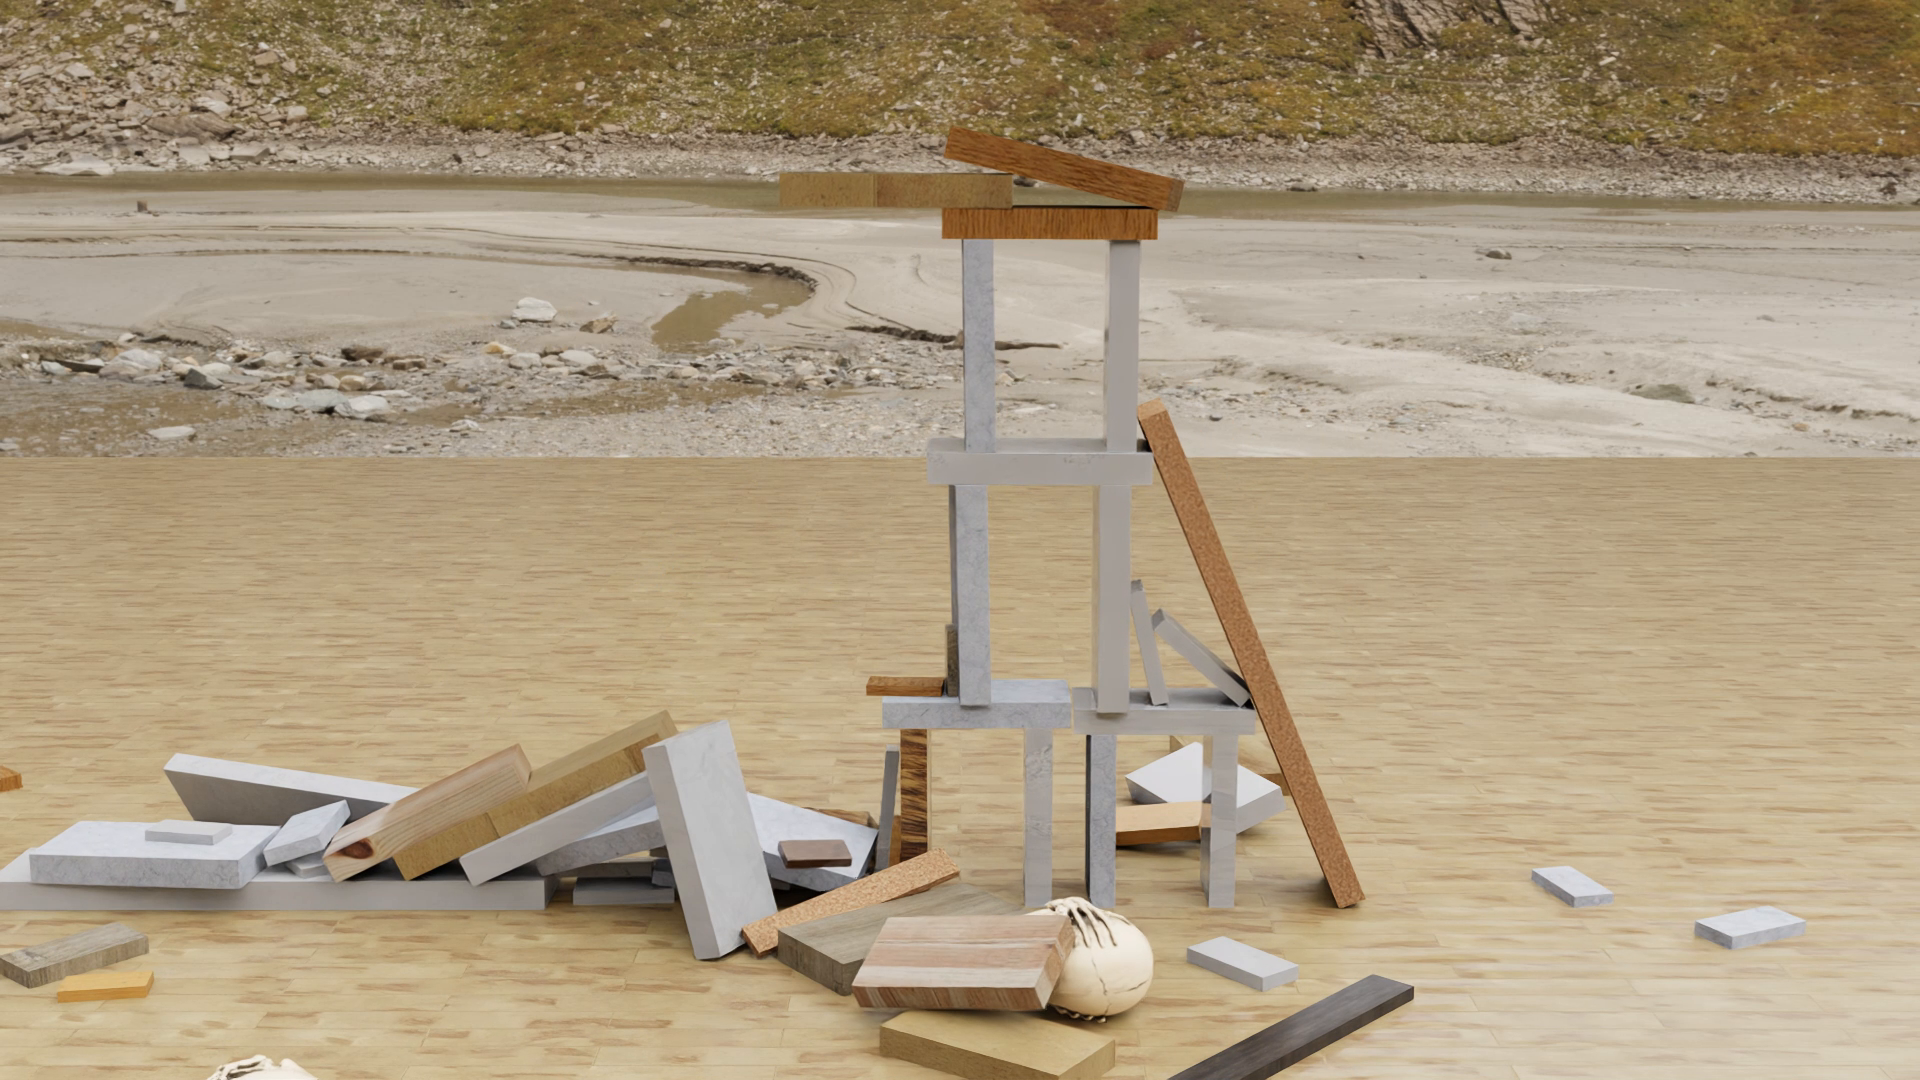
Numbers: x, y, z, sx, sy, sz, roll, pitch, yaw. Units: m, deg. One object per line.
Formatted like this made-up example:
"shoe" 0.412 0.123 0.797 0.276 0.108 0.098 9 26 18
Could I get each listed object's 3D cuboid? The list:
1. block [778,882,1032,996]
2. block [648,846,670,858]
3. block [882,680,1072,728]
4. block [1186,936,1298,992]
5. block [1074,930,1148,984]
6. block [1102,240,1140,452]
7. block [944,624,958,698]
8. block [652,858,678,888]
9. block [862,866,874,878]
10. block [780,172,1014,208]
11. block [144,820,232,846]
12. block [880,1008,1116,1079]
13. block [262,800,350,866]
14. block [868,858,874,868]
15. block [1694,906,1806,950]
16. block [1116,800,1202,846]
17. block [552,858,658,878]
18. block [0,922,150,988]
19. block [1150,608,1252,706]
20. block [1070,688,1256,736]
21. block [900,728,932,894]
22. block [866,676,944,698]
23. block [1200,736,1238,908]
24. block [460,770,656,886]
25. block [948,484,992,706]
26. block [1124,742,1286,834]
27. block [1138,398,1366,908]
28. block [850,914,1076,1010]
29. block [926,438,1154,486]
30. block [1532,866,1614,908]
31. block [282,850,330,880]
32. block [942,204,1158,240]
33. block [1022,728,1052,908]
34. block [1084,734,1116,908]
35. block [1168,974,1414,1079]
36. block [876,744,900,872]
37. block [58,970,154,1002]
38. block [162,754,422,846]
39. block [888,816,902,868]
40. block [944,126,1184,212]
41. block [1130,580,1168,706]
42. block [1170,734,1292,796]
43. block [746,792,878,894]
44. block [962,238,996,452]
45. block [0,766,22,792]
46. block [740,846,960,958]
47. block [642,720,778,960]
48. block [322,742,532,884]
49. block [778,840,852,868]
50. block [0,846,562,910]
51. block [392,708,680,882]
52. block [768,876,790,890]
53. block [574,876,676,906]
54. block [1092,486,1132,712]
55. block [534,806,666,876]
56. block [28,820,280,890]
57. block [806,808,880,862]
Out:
"block" -0.082 0.614 3.403 0.357 0.051 0.179 -8 13 -36
"block" -0.435 0.509 3.676 0.177 0.025 0.089 8 10 -17
"block" 0.027 0.269 3.615 0.304 0.043 0.152 0 11 0
"block" 0.428 0.641 3.332 0.079 0.022 0.158 -9 14 -39
"block" 0.229 0.636 3.360 0.079 0.022 0.157 -2 11 -9
"block" 0.257 -0.316 3.512 0.047 0.332 0.166 0 11 1
"block" -0.015 0.196 3.585 0.016 0.110 0.055 -2 11 -5
"block" -0.427 0.562 3.671 0.165 0.023 0.082 10 10 -3
"block" -0.279 0.526 3.639 0.268 0.017 0.062 16 25 7
"block" -0.096 -0.553 3.468 0.357 0.051 0.179 1 10 2
"block" -1.279 0.485 3.646 0.123 0.017 0.062 2 11 12
"block" 0.050 0.692 3.007 0.290 0.041 0.145 7 13 34
"block" -1.095 0.490 3.691 0.096 0.027 0.192 -17 11 1
"block" -0.238 0.541 3.707 0.177 0.025 0.089 8 10 -11
"block" 1.251 0.613 3.482 0.158 0.022 0.079 -5 12 -26
"block" 0.341 0.505 3.915 0.190 0.027 0.095 -7 20 18
"block" -0.595 0.550 3.696 0.165 0.023 0.082 -1 -3 -1
"block" -1.353 0.634 3.360 0.096 0.027 0.192 9 14 39
"block" 0.392 0.190 3.592 0.190 0.027 0.095 41 8 -7
"block" 0.331 0.281 3.617 0.293 0.041 0.146 0 11 1
"block" -0.072 0.440 3.645 0.043 0.304 0.152 0 11 2
"block" -0.089 0.240 3.604 0.123 0.017 0.062 1 11 4
"block" 0.429 0.445 3.646 0.041 0.292 0.146 0 11 0
"block" -0.637 0.450 3.615 0.350 0.050 0.175 -24 9 5
"block" 0.016 0.073 3.576 0.050 0.355 0.178 -2 11 -4
"block" 0.451 0.467 4.073 0.161 0.046 0.321 -23 18 -17
"block" 0.473 0.185 3.601 0.046 0.872 0.161 -22 10 5
"block" 0.005 0.594 3.101 0.290 0.041 0.145 -6 31 28
"block" 0.126 -0.127 3.541 0.355 0.050 0.178 0 10 0
"block" 1.022 0.579 3.673 0.071 0.020 0.142 -3 11 -14
"block" -1.084 0.533 3.655 0.062 0.017 0.123 -7 13 -34
"block" 0.140 -0.501 3.467 0.332 0.047 0.166 0 10 0
"block" 0.128 0.439 3.647 0.043 0.304 0.152 0 11 0
"block" 0.233 0.445 3.646 0.041 0.292 0.146 0 11 0
"block" 0.380 0.710 2.967 0.071 0.020 0.765 10 14 42
"block" -0.123 0.463 3.699 0.023 0.228 0.080 5 2 -1
"block" -1.261 0.659 3.247 0.123 0.017 0.062 -2 11 -10
"block" -1.150 0.474 3.893 0.568 0.145 0.041 5 42 24
"block" -0.108 0.528 3.665 0.017 0.123 0.062 5 11 1
"block" 0.168 -0.588 3.492 0.357 0.051 0.179 15 10 10
"block" 0.305 0.166 3.597 0.027 0.190 0.095 -13 10 3
"block" 0.533 0.440 4.350 0.161 0.046 0.321 -2 11 -9
"block" -0.304 0.492 3.625 0.311 0.044 0.155 15 25 6
"block" 0.030 -0.316 3.503 0.047 0.332 0.166 -1 11 0
"block" -1.918 0.473 4.223 0.096 0.027 0.192 10 14 42
"block" -0.169 0.571 3.479 0.375 0.016 0.055 -18 50 -31
"block" -0.386 0.464 3.428 0.048 0.336 0.168 -13 3 30
"block" -0.878 0.449 3.639 0.336 0.048 0.168 -26 11 -3
"block" -0.235 0.507 3.557 0.110 0.016 0.055 2 27 -22
"block" -1.132 0.564 3.672 0.907 0.050 0.175 0 11 0
"block" -0.697 0.419 3.639 0.475 0.048 0.168 -25 9 2
"block" -0.371 0.546 3.682 0.177 0.025 0.089 10 10 -6
"block" -0.556 0.580 3.658 0.165 0.023 0.082 -1 11 -3
"block" 0.245 0.079 3.580 0.050 0.369 0.178 0 11 0
"block" -0.532 0.462 3.565 0.325 0.044 0.155 -18 11 36
"block" -1.327 0.520 3.639 0.350 0.050 0.175 1 11 5
"block" -0.294 0.503 3.799 0.311 0.044 0.155 2 -23 13
